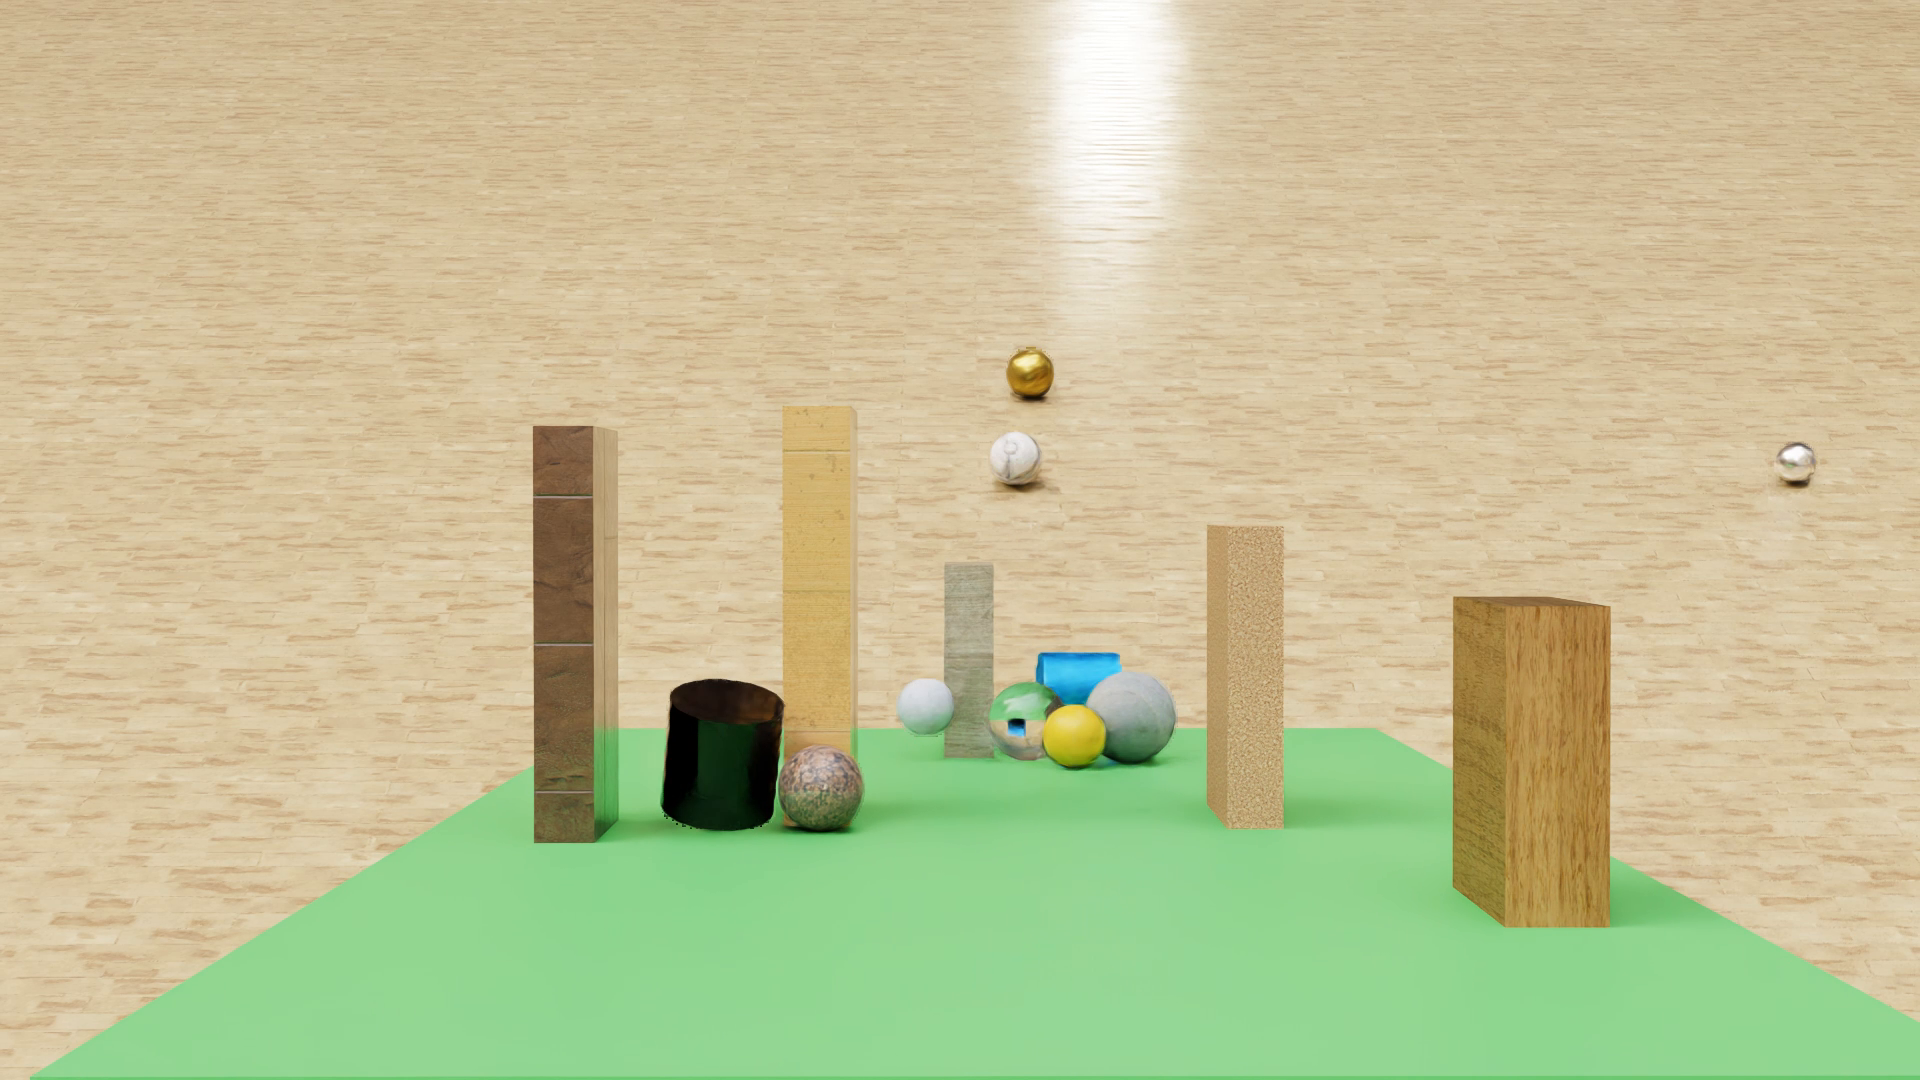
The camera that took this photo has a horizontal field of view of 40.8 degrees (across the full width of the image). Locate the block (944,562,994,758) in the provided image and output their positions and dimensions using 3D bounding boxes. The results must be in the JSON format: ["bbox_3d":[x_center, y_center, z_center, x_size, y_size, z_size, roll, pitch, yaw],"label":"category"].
[{"bbox_3d":[0.020,0.273,5.990,0.111,0.435,0.308,0,1,0],"label":"block"}]

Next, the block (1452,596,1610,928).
[{"bbox_3d":[0.810,0.305,3.687,0.142,0.436,0.372,0,1,0],"label":"block"}]

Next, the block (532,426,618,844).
[{"bbox_3d":[-0.672,0.158,4.533,0.102,0.707,0.316,0,1,0],"label":"block"}]

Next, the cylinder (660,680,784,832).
[{"bbox_3d":[-0.423,0.381,4.598,0.204,0.204,0.204,7,18,-2],"label":"cylinder"}]

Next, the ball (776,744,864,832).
[{"bbox_3d":[-0.245,0.436,4.534,0.152,0.152,0.152,0,28,0],"label":"ball"}]

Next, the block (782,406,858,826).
[{"bbox_3d":[-0.256,0.133,4.774,0.121,0.749,0.336,0,1,0],"label":"block"}]

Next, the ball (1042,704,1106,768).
[{"bbox_3d":[0.248,0.426,5.602,0.140,0.140,0.140,0,28,0],"label":"ball"}]

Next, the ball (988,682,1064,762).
[{"bbox_3d":[0.151,0.404,5.757,0.178,0.178,0.178,0,28,0],"label":"ball"}]

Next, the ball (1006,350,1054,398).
[{"bbox_3d":[0.235,-0.553,8.594,0.163,0.163,0.163,0,28,0],"label":"ball"}]

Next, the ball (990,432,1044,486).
[{"bbox_3d":[0.174,-0.253,8.016,0.167,0.167,0.167,0,28,0],"label":"ball"}]

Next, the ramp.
[{"bbox_3d":[0.062,0.560,4.599,2.000,0.100,4.000,0,1,0],"label":"ramp"}]

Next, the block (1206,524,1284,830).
[{"bbox_3d":[0.521,0.241,4.746,0.099,0.535,0.379,0,1,0],"label":"block"}]

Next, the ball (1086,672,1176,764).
[{"bbox_3d":[0.375,0.392,5.717,0.203,0.203,0.203,0,28,0],"label":"ball"}]

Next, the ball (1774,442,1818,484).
[{"bbox_3d":[2.600,-0.240,8.034,0.126,0.126,0.126,0,28,0],"label":"ball"}]

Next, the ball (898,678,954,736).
[{"bbox_3d":[-0.076,0.373,5.787,0.129,0.129,0.129,0,28,0],"label":"ball"}]
